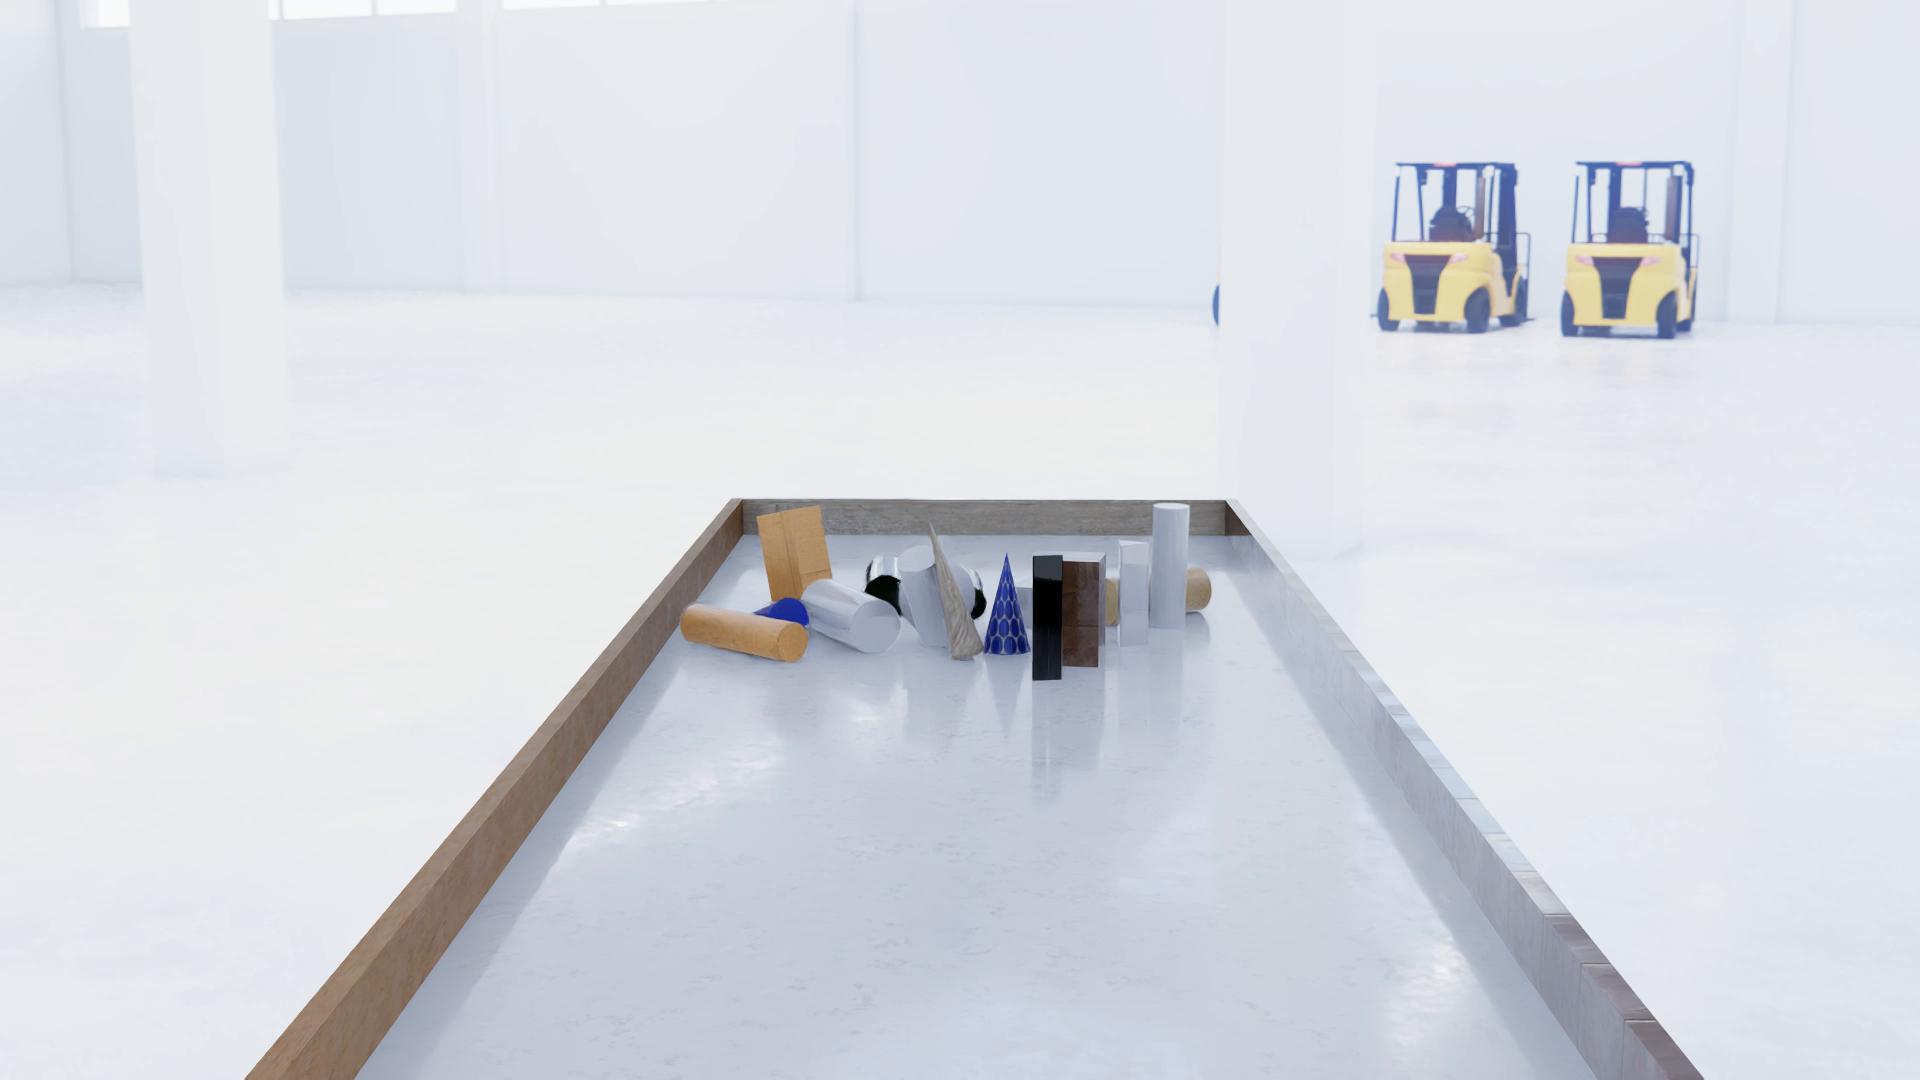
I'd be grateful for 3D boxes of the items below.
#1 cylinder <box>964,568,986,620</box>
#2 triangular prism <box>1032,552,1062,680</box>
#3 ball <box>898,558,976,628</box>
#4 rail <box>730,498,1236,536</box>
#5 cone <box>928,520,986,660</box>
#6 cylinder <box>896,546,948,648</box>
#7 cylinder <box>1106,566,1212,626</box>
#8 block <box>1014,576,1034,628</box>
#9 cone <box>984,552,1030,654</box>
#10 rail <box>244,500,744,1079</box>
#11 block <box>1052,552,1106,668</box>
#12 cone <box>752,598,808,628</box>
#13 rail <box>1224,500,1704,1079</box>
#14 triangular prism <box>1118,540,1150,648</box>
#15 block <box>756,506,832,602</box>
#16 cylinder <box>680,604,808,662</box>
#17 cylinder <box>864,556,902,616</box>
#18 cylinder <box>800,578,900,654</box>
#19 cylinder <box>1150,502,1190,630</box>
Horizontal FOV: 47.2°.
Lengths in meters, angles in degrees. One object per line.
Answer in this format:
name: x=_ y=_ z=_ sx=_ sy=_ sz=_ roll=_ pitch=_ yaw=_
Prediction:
cylinder: x=0.023 y=0.184 z=7.474 sx=0.117 sy=0.117 sz=0.348 roll=0 pitch=9 yaw=-2
triangular prism: x=0.248 y=0.221 z=6.434 sx=0.088 sy=0.370 sz=0.076 roll=-2 pitch=9 yaw=-10
ball: x=-0.076 y=0.181 z=7.077 sx=0.248 sy=0.248 sz=0.248 roll=0 pitch=9 yaw=0
rail: x=0.099 y=-0.098 z=9.147 sx=2.100 sy=0.150 sz=0.050 roll=0 pitch=9 yaw=1
cone: x=-0.037 y=0.136 z=6.678 sx=0.108 sy=0.450 sz=0.108 roll=-16 pitch=12 yaw=3
cylinder: x=-0.097 y=0.176 z=6.836 sx=0.132 sy=0.308 sz=0.132 roll=-10 pitch=37 yaw=8
cylinder: x=0.637 y=0.184 z=7.354 sx=0.421 sy=0.156 sz=0.156 roll=-7 pitch=12 yaw=-38
block: x=0.304 y=0.191 z=7.369 sx=0.136 sy=0.136 sz=0.433 roll=3 pitch=10 yaw=21
cone: x=0.144 y=0.189 z=6.825 sx=0.152 sy=0.310 sz=0.152 roll=0 pitch=9 yaw=0
rail: x=-1.004 y=0.839 z=3.234 sx=0.050 sy=0.150 sz=12.000 roll=0 pitch=9 yaw=1
block: x=0.345 y=0.208 z=6.672 sx=0.174 sy=0.321 sz=0.174 roll=2 pitch=9 yaw=10
cone: x=-0.645 y=0.260 z=7.152 sx=0.139 sy=0.139 sz=0.400 roll=-5 pitch=1 yaw=-30
rail: x=1.046 y=0.843 z=3.208 sx=0.050 sy=0.150 sz=12.000 roll=0 pitch=9 yaw=1
triangular prism: x=0.525 y=0.166 z=6.931 sx=0.105 sy=0.322 sz=0.091 roll=-5 pitch=10 yaw=-30
block: x=-0.534 y=0.083 z=7.239 sx=0.149 sy=0.365 sz=0.149 roll=-10 pitch=1 yaw=39
cylinder: x=-0.672 y=0.286 z=6.819 sx=0.456 sy=0.121 sz=0.121 roll=8 pitch=12 yaw=42
cylinder: x=-0.250 y=0.162 z=7.487 sx=0.155 sy=0.155 sz=0.410 roll=0 pitch=9 yaw=-1
cylinder: x=-0.352 y=0.239 z=6.966 sx=0.169 sy=0.169 sz=0.410 roll=-4 pitch=10 yaw=-26
cylinder: x=0.685 y=0.084 z=7.194 sx=0.117 sy=0.398 sz=0.117 roll=1 pitch=11 yaw=0
